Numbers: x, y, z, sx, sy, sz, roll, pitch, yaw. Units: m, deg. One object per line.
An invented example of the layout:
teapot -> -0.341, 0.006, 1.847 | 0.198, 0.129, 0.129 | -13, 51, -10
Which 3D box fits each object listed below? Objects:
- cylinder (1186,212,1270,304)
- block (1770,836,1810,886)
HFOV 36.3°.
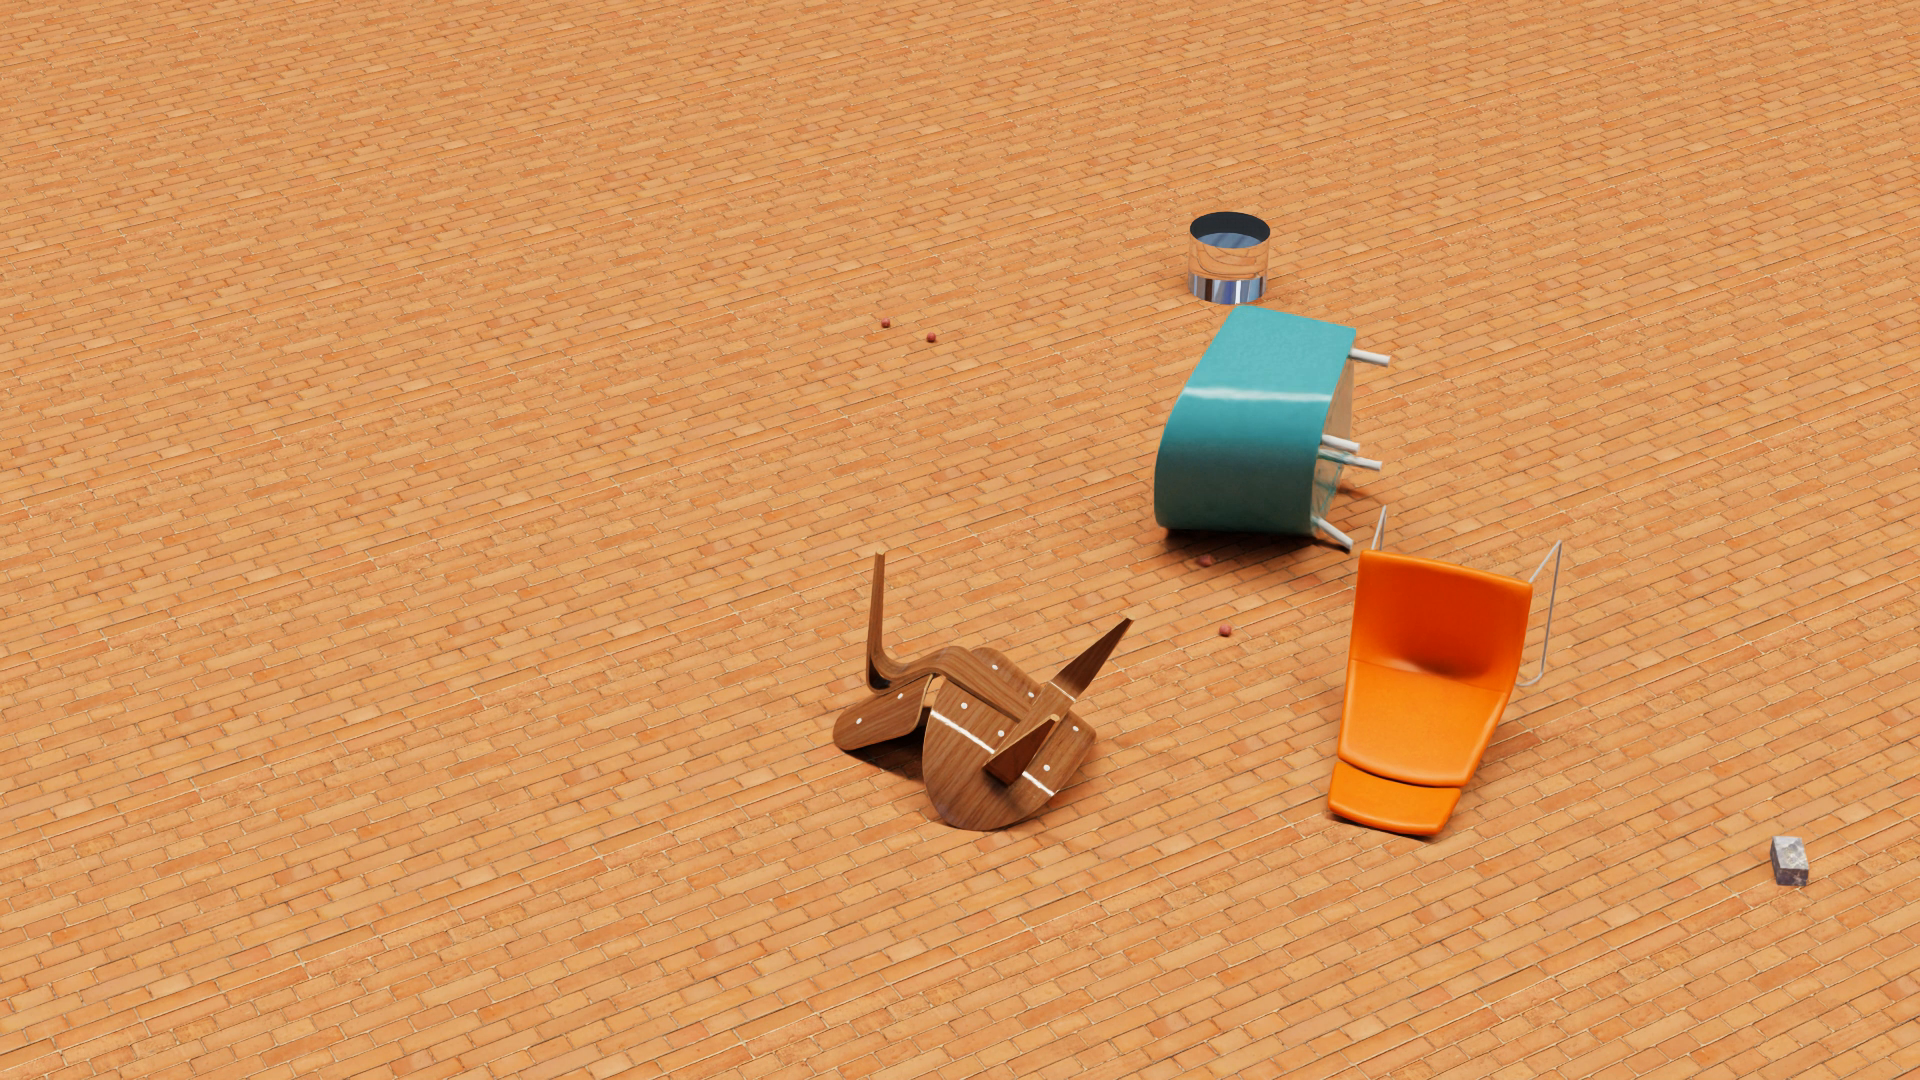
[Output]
cylinder -> 1.147, -1.206, 12.532 | 0.343, 0.267, 0.343 | -29, 43, -36
block -> 2.639, 1.022, 9.329 | 0.090, 0.071, 0.159 | 2, 33, 4
